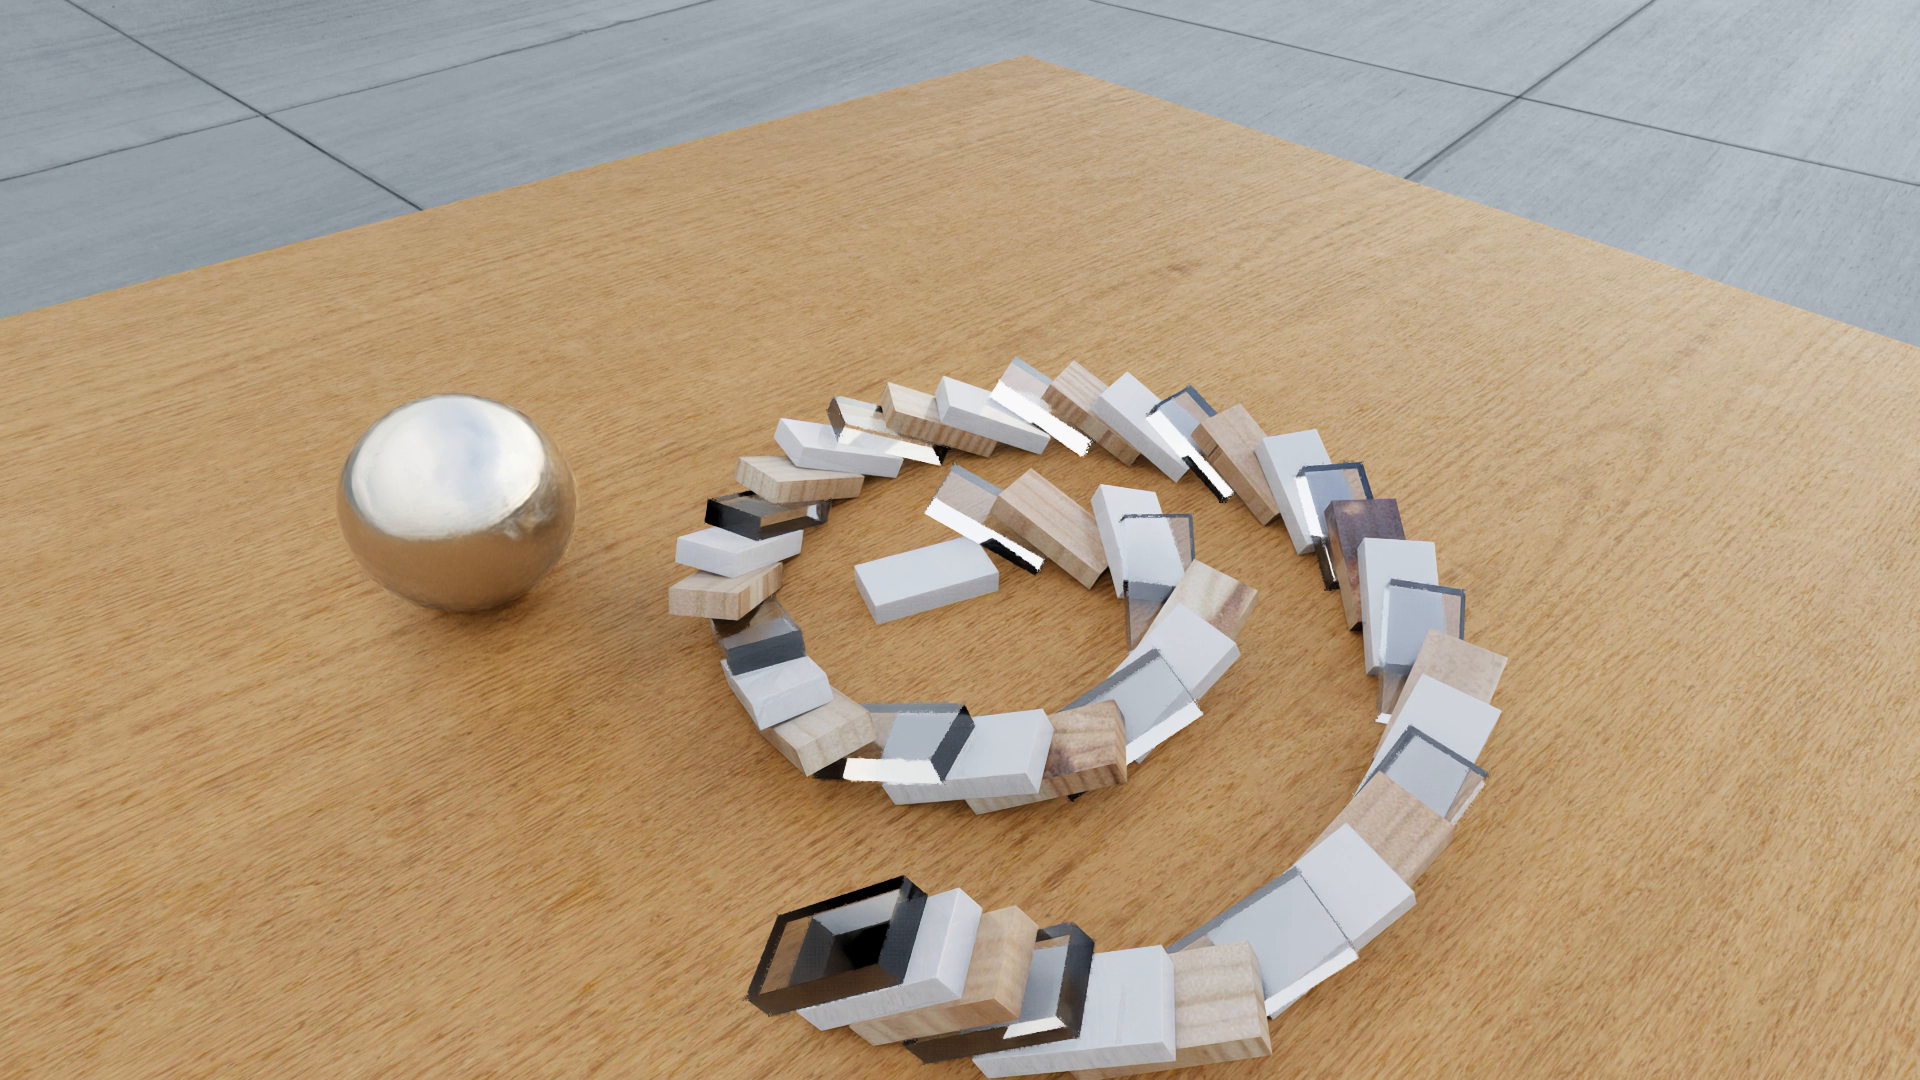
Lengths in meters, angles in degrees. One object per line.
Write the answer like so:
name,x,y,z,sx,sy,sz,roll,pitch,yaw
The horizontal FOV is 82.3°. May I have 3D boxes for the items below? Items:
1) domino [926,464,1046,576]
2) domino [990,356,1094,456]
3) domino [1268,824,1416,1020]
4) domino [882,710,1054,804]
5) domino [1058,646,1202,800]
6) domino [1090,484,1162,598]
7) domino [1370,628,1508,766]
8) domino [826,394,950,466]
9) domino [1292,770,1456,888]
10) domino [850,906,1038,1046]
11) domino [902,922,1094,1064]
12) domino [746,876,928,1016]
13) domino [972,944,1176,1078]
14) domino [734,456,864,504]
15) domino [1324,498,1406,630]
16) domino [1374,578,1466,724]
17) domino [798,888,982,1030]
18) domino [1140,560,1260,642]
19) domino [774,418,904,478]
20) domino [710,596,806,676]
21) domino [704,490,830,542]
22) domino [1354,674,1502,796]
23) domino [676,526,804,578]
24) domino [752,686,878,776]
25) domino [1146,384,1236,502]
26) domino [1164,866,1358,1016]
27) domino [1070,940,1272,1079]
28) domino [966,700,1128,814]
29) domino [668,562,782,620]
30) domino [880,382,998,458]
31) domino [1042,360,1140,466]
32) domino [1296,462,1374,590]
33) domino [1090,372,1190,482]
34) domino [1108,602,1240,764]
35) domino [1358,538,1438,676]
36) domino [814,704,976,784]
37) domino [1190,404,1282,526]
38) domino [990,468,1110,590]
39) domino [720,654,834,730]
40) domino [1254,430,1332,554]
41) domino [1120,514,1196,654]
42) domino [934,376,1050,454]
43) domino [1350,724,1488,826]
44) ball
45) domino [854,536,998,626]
domino,0.014,-0.009,0.440,0.050,0.010,0.025,29,42,2
domino,0.040,-0.061,0.501,0.050,0.010,0.025,33,42,-3
domino,0.096,0.104,0.301,0.050,0.010,0.025,-37,47,-4
domino,0.003,0.068,0.344,0.050,0.010,0.025,-12,35,27
domino,0.050,0.059,0.354,0.050,0.009,0.025,-34,44,2
domino,0.069,0.001,0.429,0.025,0.009,0.050,7,48,-19
domino,0.156,0.056,0.359,0.025,0.009,0.050,23,70,25
domino,-0.032,-0.049,0.486,0.050,0.009,0.025,11,32,-28
domino,0.114,0.093,0.314,0.050,0.010,0.025,-43,52,-10
domino,-0.004,0.112,0.282,0.050,0.010,0.025,-27,26,34
domino,0.010,0.115,0.279,0.050,0.009,0.025,-28,26,34
domino,-0.033,0.107,0.289,0.050,0.009,0.025,-28,26,33
domino,0.029,0.120,0.280,0.050,0.010,0.025,-16,34,22
domino,-0.067,-0.026,0.459,0.025,0.009,0.050,30,22,32
domino,0.156,0.009,0.417,0.025,0.010,0.050,-2,64,-2
domino,0.159,0.040,0.379,0.025,0.010,0.050,9,66,11
domino,-0.018,0.109,0.286,0.050,0.009,0.025,-28,26,33
domino,0.080,0.034,0.383,0.025,0.010,0.050,29,76,28
domino,-0.052,-0.039,0.475,0.050,0.009,0.025,4,30,-38
domino,-0.072,0.033,0.387,0.025,0.010,0.050,-14,15,-17
domino,-0.076,-0.012,0.441,0.025,0.009,0.050,18,16,21
domino,0.145,0.069,0.343,0.025,0.010,0.050,27,72,29
domino,-0.084,0.002,0.424,0.025,0.010,0.050,14,15,18
domino,-0.048,0.058,0.354,0.025,0.010,0.050,-26,19,-23
domino,0.107,-0.042,0.479,0.025,0.009,0.050,-30,73,-31
domino,0.076,0.112,0.291,0.050,0.009,0.025,-33,44,1
domino,0.052,0.120,0.280,0.050,0.009,0.025,-18,35,19
domino,0.027,0.068,0.344,0.050,0.010,0.025,-17,36,20
domino,-0.085,0.017,0.404,0.025,0.010,0.050,4,12,8
domino,-0.010,-0.054,0.493,0.050,0.010,0.025,14,33,-23
domino,0.064,-0.057,0.497,0.050,0.010,0.025,38,46,4
domino,0.152,-0.006,0.435,0.025,0.009,0.050,-4,65,-6
domino,0.085,-0.050,0.489,0.050,0.010,0.025,42,50,7
domino,0.067,0.047,0.368,0.050,0.009,0.025,-45,52,-7
domino,0.159,0.024,0.398,0.025,0.010,0.050,4,64,5
domino,-0.023,0.064,0.349,0.050,0.009,0.025,-6,32,34
domino,0.124,-0.032,0.467,0.025,0.010,0.050,-26,72,-28
domino,0.039,-0.005,0.435,0.050,0.010,0.025,39,45,11
domino,-0.062,0.047,0.368,0.025,0.010,0.050,-20,17,-19
domino,0.143,-0.020,0.452,0.025,0.010,0.050,-10,66,-12
domino,0.073,0.016,0.401,0.025,0.009,0.050,0,77,-2
domino,0.015,-0.056,0.496,0.050,0.009,0.025,16,35,-21
domino,0.131,0.082,0.327,0.025,0.010,0.050,34,75,34
ball,-0.183,-0.014,0.404,0.080,0.080,0.080,0,39,0
domino,-0.013,0.015,0.425,0.050,0.009,0.025,-15,42,-17
